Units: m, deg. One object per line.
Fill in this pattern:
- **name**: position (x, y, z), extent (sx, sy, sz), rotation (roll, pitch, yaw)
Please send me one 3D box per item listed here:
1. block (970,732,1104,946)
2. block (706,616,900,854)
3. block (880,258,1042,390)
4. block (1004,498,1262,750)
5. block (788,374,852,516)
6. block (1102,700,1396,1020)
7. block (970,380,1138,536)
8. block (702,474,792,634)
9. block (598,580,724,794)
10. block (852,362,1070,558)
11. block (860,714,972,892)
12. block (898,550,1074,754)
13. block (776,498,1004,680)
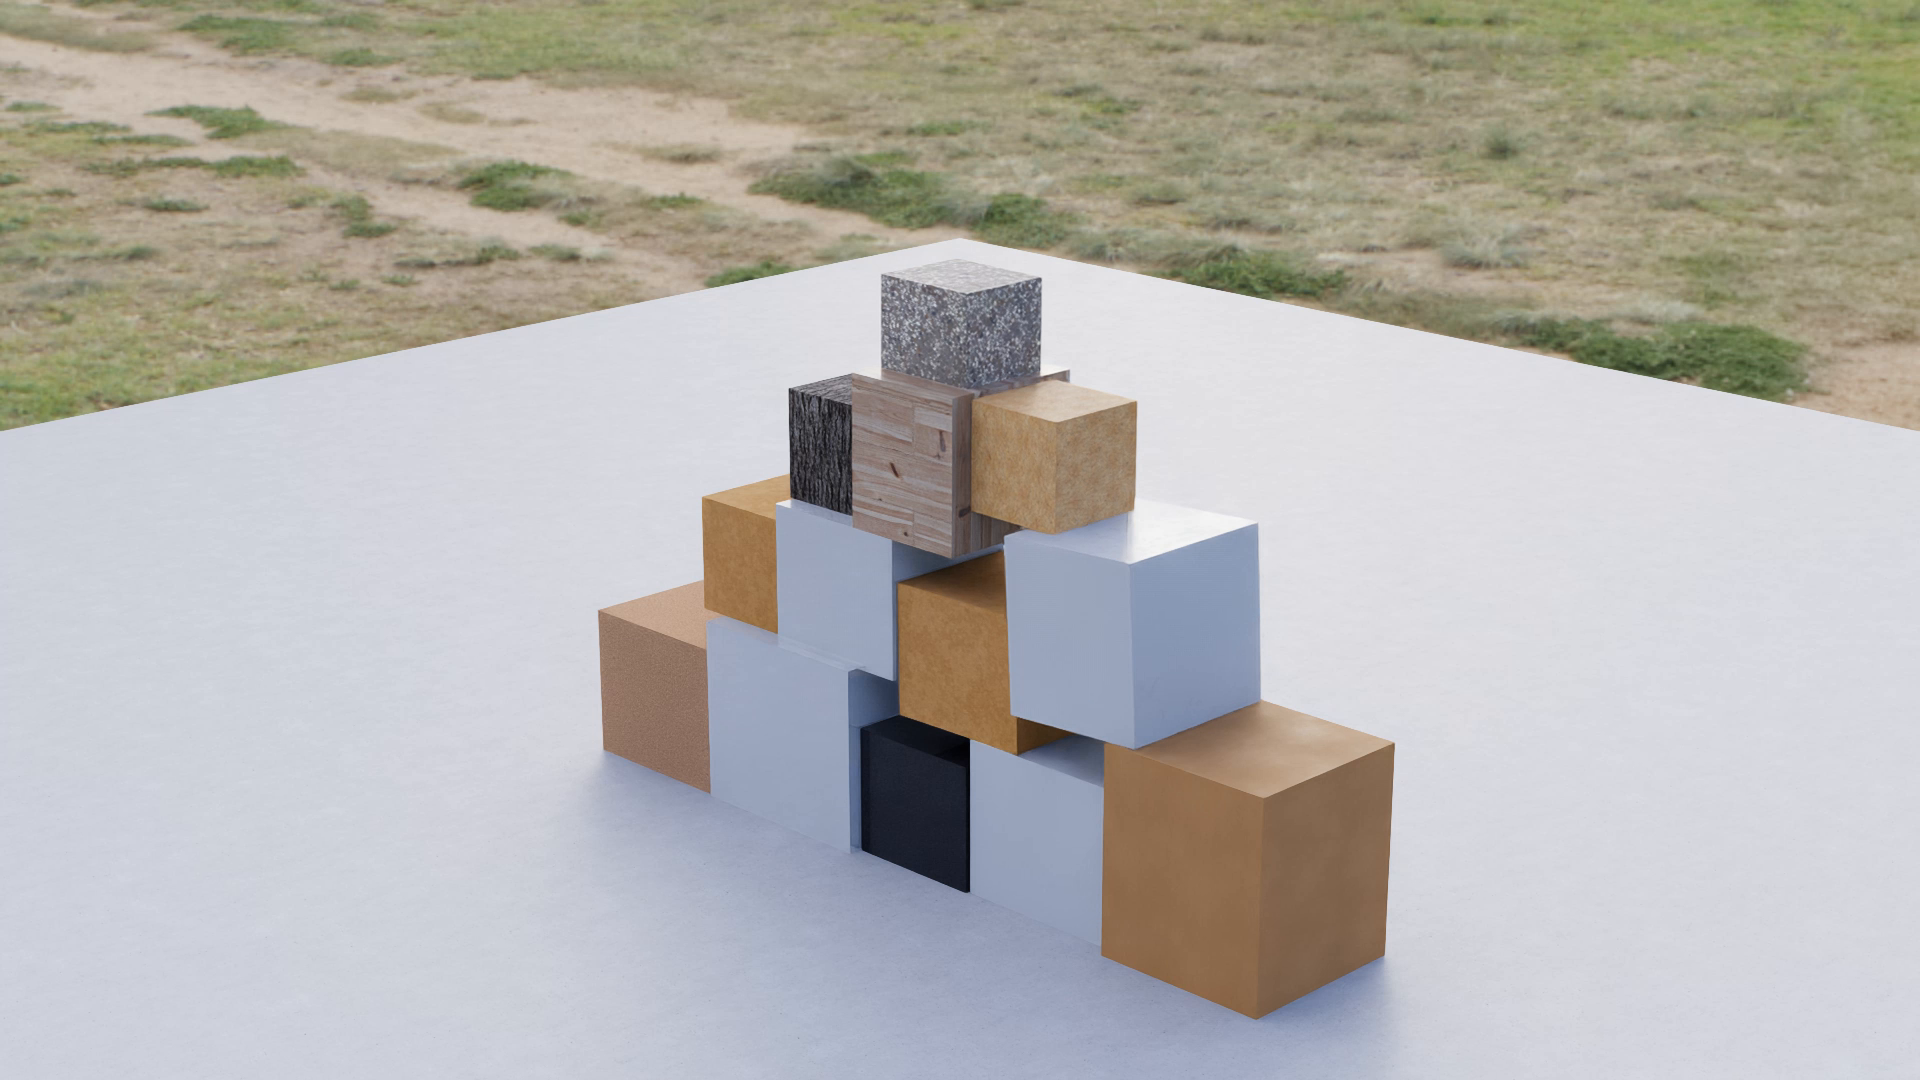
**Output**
- **block**: position (0.610, 1.252, 13.120), extent (0.747, 0.743, 0.849), rotation (-17, 24, -42)
- **block**: position (-0.552, 0.833, 14.187), extent (0.889, 0.904, 0.999), rotation (-17, 24, -42)
- **block**: position (0.005, -0.967, 13.033), extent (0.537, 0.426, 0.472), rotation (17, 24, 42)
- **block**: position (0.753, 0.342, 12.675), extent (0.828, 0.807, 0.721), rotation (-17, 21, -42)
- **block**: position (-0.397, -0.453, 13.642), extent (0.576, 0.526, 0.547), rotation (-17, 24, -42)
- **block**: position (1.221, 1.322, 12.499), extent (0.870, 0.983, 0.863), rotation (-17, 24, -42)
- **block**: position (0.408, -0.367, 12.776), extent (0.505, 0.502, 0.514), rotation (17, 24, 42)
- **block**: position (-0.796, 0.055, 14.210), extent (0.667, 0.567, 0.597), rotation (-17, 24, -42)
- **block**: position (-1.219, 0.710, 14.835), extent (0.847, 0.751, 0.850), rotation (-17, 24, -42)
- **block**: position (0.004, -0.411, 13.182), extent (0.633, 0.724, 0.744), rotation (17, 24, 42)
- **block**: position (0.052, 1.153, 13.657), extent (0.761, 0.611, 0.687), rotation (-17, 24, -42)
- **block**: position (0.228, 0.493, 13.250), extent (0.742, 0.631, 0.692), rotation (16, 23, 43)
- **block**: position (-0.316, 0.155, 13.711), extent (0.751, 0.675, 0.781), rotation (-17, 24, -42)
